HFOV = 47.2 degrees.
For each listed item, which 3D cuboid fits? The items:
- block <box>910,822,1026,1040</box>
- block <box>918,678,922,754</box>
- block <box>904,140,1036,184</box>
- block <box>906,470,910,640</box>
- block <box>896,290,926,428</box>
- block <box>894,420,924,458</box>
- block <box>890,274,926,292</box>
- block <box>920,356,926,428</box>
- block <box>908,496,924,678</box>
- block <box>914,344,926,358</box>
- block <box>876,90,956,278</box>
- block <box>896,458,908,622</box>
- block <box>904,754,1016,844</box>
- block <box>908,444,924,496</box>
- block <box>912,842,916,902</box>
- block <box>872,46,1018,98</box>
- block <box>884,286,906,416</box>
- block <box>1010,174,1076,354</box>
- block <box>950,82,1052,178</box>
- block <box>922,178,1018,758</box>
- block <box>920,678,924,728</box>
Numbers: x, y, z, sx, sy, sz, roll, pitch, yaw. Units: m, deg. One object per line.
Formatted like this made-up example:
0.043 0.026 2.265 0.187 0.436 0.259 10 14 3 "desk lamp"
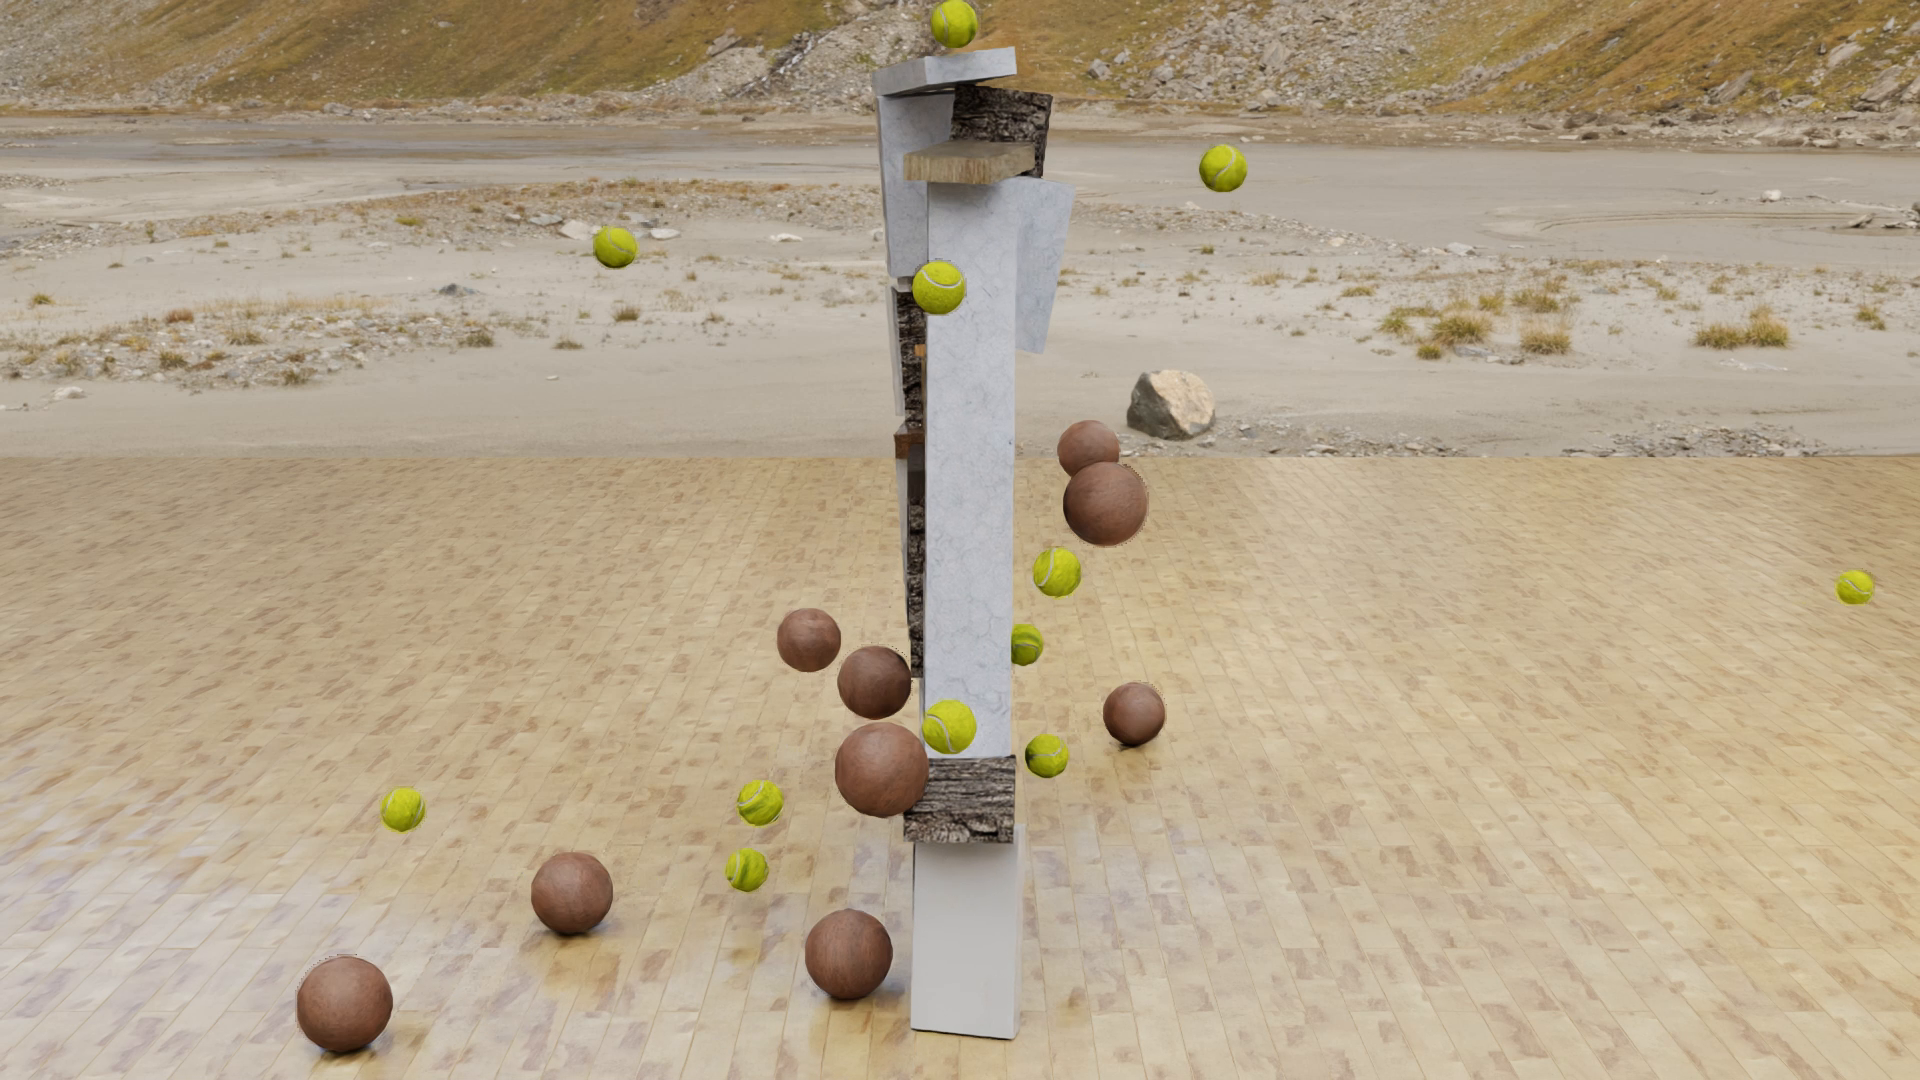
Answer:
0.011 0.544 3.096 0.148 0.297 0.042 3 5 15 "block"
0.003 0.363 4.029 0.156 0.312 0.044 0 4 0 "block"
0.017 -0.551 3.200 0.127 0.036 0.255 6 16 15 "block"
-0.017 0.024 3.554 0.137 0.274 0.039 -1 11 -1 "block"
-0.040 -0.300 3.619 0.112 0.224 0.032 -4 7 4 "block"
-0.026 -0.181 3.701 0.139 0.040 0.279 -3 11 5 "block"
-0.055 -0.441 3.678 0.112 0.032 0.224 -5 10 -5 "block"
-0.031 -0.238 3.567 0.061 0.122 0.017 -4 15 -8 "block"
-0.008 0.067 3.374 0.137 0.289 0.039 0 11 0 "block"
-0.026 -0.303 3.530 0.061 0.017 0.121 -6 11 -17 "block"
-0.052 -0.569 3.512 0.142 0.283 0.040 -7 20 -9 "block"
-0.027 -0.008 3.646 0.139 0.279 0.040 -3 11 3 "block"
0.004 0.365 3.127 0.149 0.042 0.297 0 10 2 "block"
-0.012 -0.111 3.427 0.137 0.039 0.274 -1 11 -1 "block"
0.005 0.515 3.256 0.148 0.297 0.042 0 11 0 "block"
-0.028 -0.720 3.391 0.142 0.040 0.283 -11 10 -17 "block"
-0.062 -0.331 3.797 0.112 0.224 0.032 -8 9 -19 "block"
0.086 -0.417 3.300 0.127 0.255 0.036 10 12 -4 "block"
0.043 -0.497 3.359 0.142 0.379 0.040 9 10 11 "block"
0.013 -0.101 3.216 0.127 0.846 0.036 0 7 -6 "block"
-0.011 0.306 3.507 0.101 0.202 0.029 -1 11 2 "block"
